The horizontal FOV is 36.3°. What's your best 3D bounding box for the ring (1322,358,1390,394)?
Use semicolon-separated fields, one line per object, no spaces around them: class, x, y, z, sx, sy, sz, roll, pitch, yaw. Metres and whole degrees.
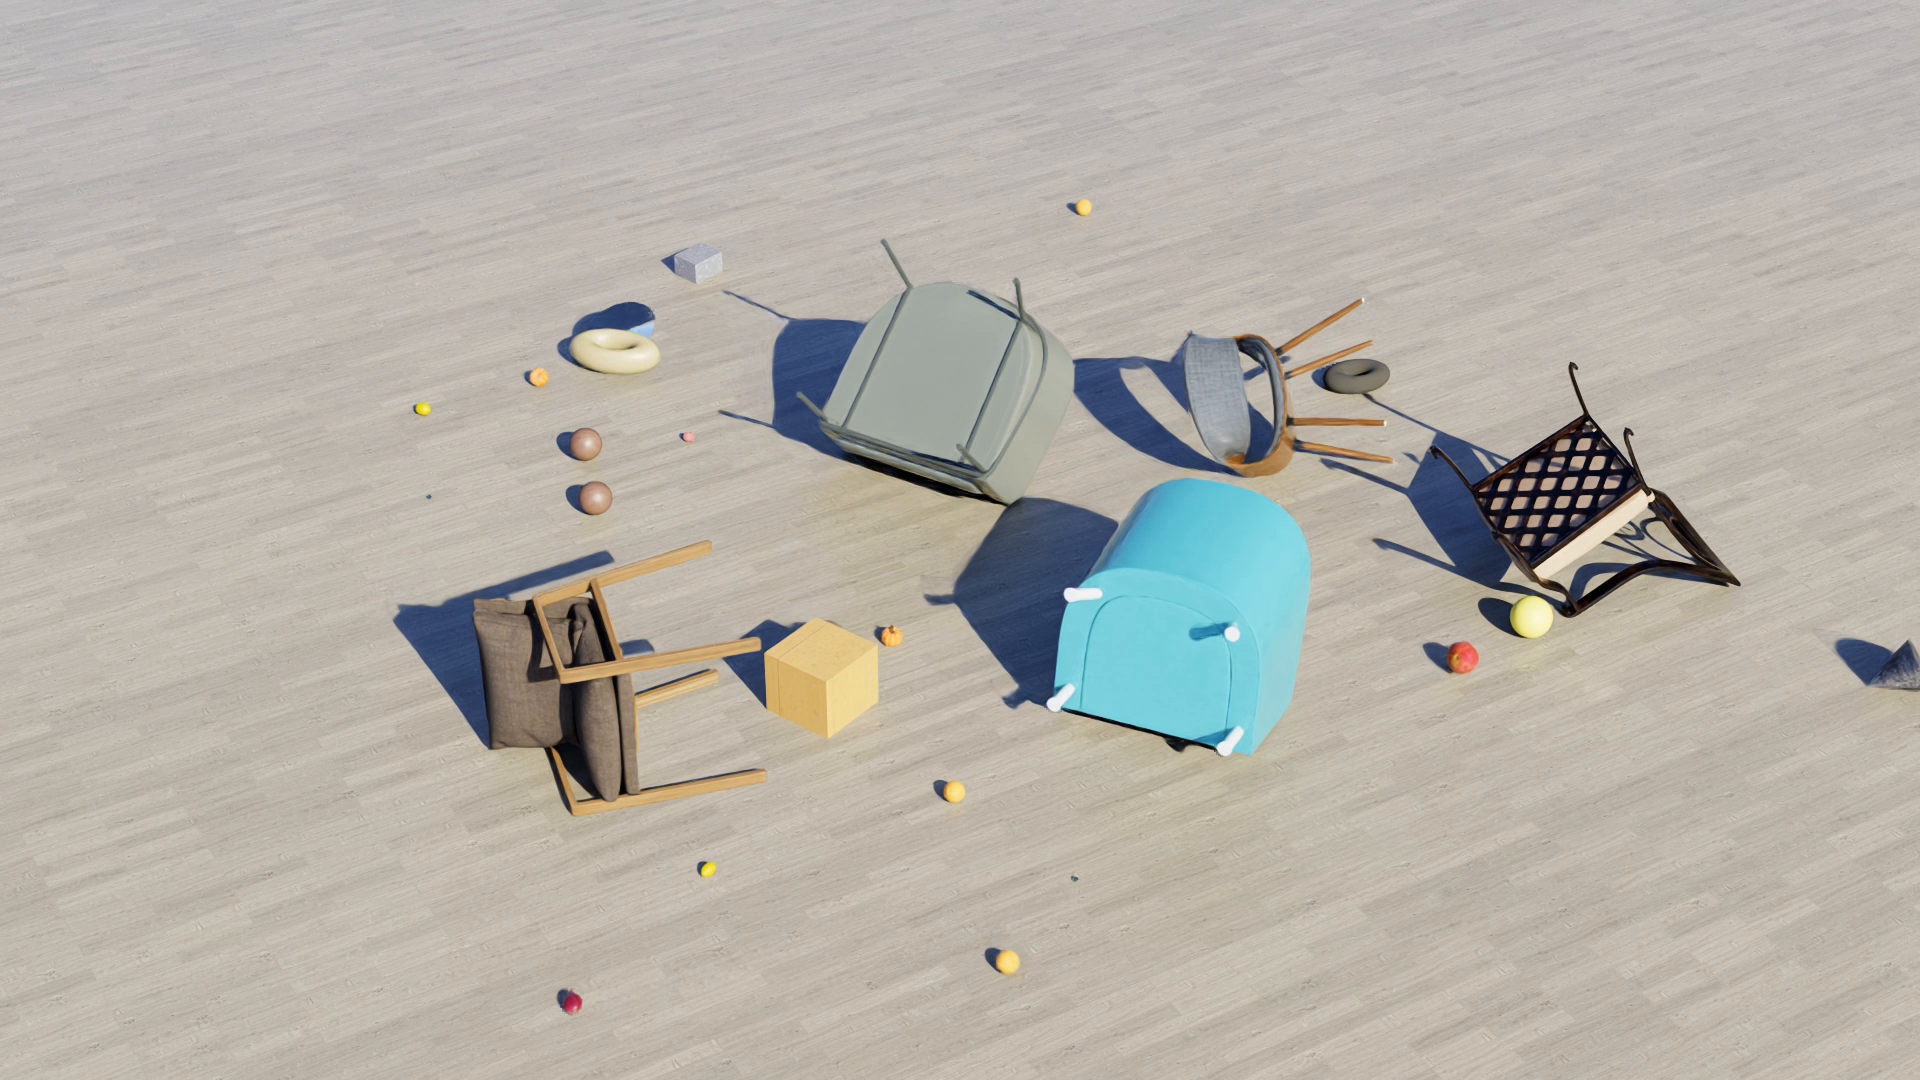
ring;1.608;-0.664;11.885;0.285;0.075;0.203;-11;34;-15

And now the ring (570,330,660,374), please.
ring;-1.412;-0.771;11.992;0.380;0.114;0.207;7;41;5

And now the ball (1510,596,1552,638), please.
ball;2.025;0.273;10.394;0.150;0.150;0.150;0;33;0

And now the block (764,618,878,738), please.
block;-0.472;0.469;10.017;0.273;0.238;0.271;23;40;31

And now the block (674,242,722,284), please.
block;-1.131;-1.197;12.675;0.131;0.094;0.158;26;41;34

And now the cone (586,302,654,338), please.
cone;-1.411;-0.864;12.171;0.309;0.206;0.160;-27;1;-6

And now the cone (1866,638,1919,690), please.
cone;3.227;0.468;10.145;0.195;0.196;0.294;-24;-3;19
